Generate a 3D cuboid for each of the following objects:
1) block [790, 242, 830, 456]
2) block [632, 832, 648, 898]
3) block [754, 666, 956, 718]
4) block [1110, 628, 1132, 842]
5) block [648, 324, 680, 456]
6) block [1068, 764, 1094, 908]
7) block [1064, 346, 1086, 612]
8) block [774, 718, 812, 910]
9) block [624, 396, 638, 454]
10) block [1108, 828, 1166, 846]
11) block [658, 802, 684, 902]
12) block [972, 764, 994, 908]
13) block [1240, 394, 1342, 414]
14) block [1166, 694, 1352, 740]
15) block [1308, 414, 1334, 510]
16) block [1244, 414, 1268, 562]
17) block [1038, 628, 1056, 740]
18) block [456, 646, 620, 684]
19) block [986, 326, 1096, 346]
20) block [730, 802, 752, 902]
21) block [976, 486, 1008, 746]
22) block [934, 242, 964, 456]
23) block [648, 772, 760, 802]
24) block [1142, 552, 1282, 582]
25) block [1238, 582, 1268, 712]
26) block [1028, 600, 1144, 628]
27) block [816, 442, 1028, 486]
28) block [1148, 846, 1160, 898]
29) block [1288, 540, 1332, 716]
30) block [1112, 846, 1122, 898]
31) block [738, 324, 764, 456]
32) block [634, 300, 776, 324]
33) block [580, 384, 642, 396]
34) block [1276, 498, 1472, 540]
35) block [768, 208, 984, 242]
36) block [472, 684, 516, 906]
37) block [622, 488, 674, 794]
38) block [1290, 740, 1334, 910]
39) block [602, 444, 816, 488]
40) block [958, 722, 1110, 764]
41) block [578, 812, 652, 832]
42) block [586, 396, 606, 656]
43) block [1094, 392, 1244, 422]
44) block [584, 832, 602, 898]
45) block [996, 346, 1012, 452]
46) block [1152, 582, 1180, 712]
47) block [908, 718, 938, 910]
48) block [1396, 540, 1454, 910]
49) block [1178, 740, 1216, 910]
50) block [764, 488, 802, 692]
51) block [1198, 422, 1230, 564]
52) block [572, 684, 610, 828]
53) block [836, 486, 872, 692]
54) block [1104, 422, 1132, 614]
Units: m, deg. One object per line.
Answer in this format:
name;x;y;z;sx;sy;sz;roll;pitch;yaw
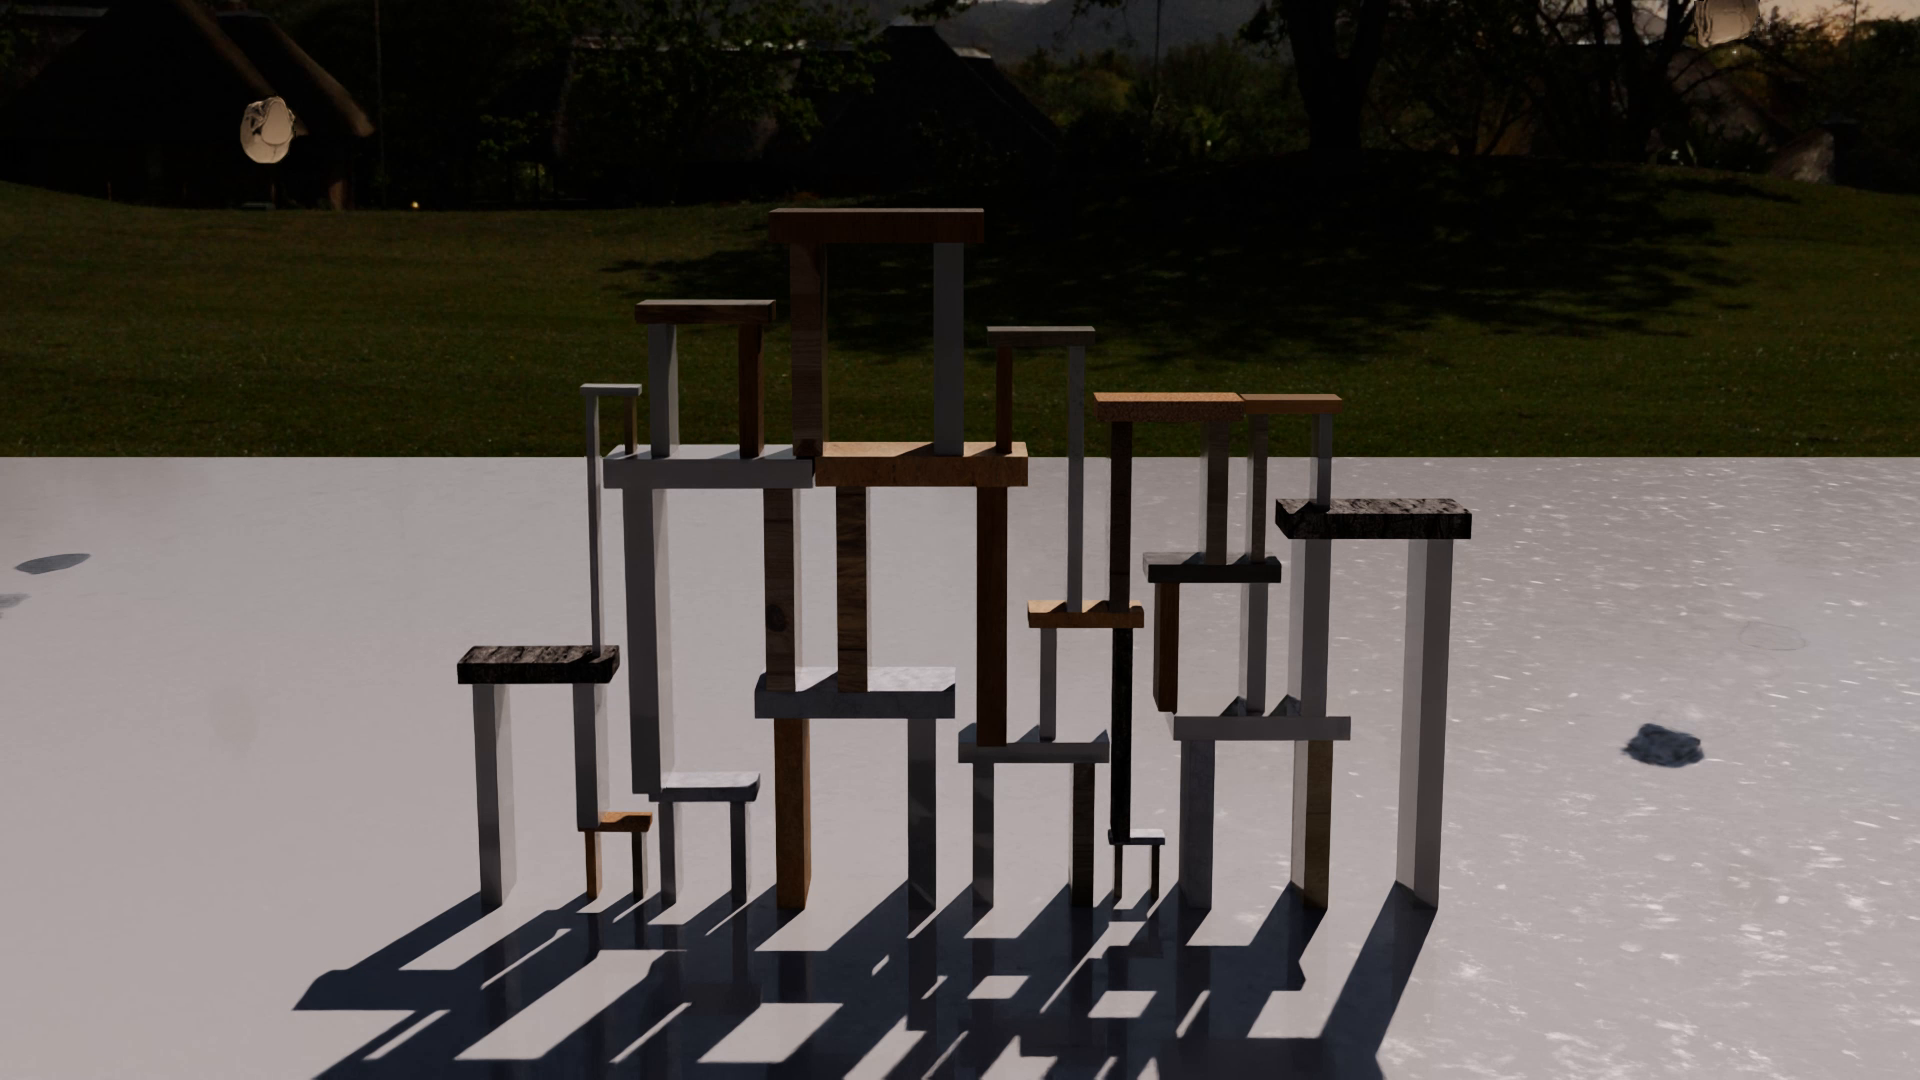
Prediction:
block;-0.239;-0.310;3.505;0.047;0.332;0.166;0;11;0
block;-0.533;0.533;3.662;0.016;0.115;0.058;0;11;0
block;-0.169;0.250;3.611;0.322;0.046;0.161;0;11;0
block;0.265;0.310;3.618;0.026;0.359;0.092;0;11;0
block;-0.473;-0.245;3.514;0.030;0.210;0.105;0;10;1
block;0.201;0.470;3.643;0.035;0.245;0.122;0;11;0
block;0.184;-0.102;3.537;0.024;0.428;0.085;0;11;-1
block;-0.276;0.431;3.644;0.046;0.322;0.161;0;11;0
block;-0.529;-0.188;3.530;0.013;0.093;0.046;0;11;0
block;0.293;0.493;3.652;0.092;0.013;0.046;0;11;0
block;-0.479;0.505;3.651;0.025;0.174;0.087;0;11;1
block;0.038;0.470;3.643;0.035;0.245;0.122;0;11;0
block;0.529;-0.218;3.522;0.154;0.022;0.077;0;11;0
block;0.486;0.290;3.610;0.285;0.040;0.143;0;11;0
block;0.581;-0.132;3.538;0.022;0.154;0.077;0;11;0
block;0.478;-0.089;3.546;0.022;0.241;0.077;0;11;0
block;0.143;0.224;3.601;0.026;0.185;0.092;0;11;0
block;-0.688;0.204;3.600;0.243;0.034;0.121;0;10;0
block;0.128;-0.324;3.495;0.169;0.024;0.085;0;11;-1
block;-0.364;0.505;3.652;0.025;0.174;0.087;0;11;0
block;0.051;0.109;3.574;0.047;0.422;0.167;0;11;0
block;-0.017;-0.310;3.504;0.047;0.332;0.166;0;11;0
block;-0.421;0.407;3.630;0.174;0.025;0.087;0;11;1
block;0.408;0.044;3.573;0.213;0.030;0.107;0;11;0
block;0.479;0.164;3.595;0.030;0.213;0.107;0;11;0
block;0.204;0.121;3.583;0.184;0.026;0.092;0;11;0
block;-0.060;-0.122;3.533;0.334;0.047;0.167;0;11;0
block;0.323;0.545;3.662;0.013;0.092;0.046;0;11;0
block;0.568;0.128;3.580;0.041;0.290;0.145;0;11;0
block;0.262;0.545;3.662;0.013;0.092;0.046;0;11;0
block;-0.333;-0.245;3.513;0.030;0.210;0.105;1;10;0
block;-0.402;-0.362;3.492;0.210;0.030;0.105;0;10;2
block;-0.559;-0.240;3.517;0.093;0.013;0.046;1;11;-2
block;0.664;-0.035;3.550;0.290;0.041;0.145;0;11;0
block;-0.129;-0.497;3.471;0.332;0.047;0.166;0;11;0
block;-0.769;0.405;3.638;0.034;0.375;0.122;0;11;0
block;-0.506;0.150;3.587;0.047;0.499;0.165;0;11;0
block;0.581;0.450;3.640;0.040;0.285;0.143;0;11;0
block;-0.397;-0.119;3.540;0.329;0.047;0.165;0;11;0
block;0.119;0.333;3.617;0.245;0.035;0.122;0;11;0
block;-0.572;0.468;3.650;0.115;0.016;0.058;0;11;0
block;-0.590;-0.024;3.558;0.013;0.428;0.046;0;11;0
block;0.333;-0.213;3.525;0.230;0.033;0.115;0;11;0
block;-0.610;0.533;3.662;0.016;0.115;0.058;0;11;0
block;0.070;-0.229;3.513;0.024;0.169;0.085;0;11;0
block;0.337;0.164;3.595;0.030;0.213;0.107;0;10;0
block;-0.062;0.431;3.644;0.046;0.322;0.161;0;11;0
block;0.761;0.288;3.610;0.041;0.616;0.145;0;11;0
block;0.391;0.450;3.640;0.040;0.285;0.143;0;11;0
block;-0.287;0.066;3.574;0.047;0.329;0.165;0;11;0
block;0.409;-0.084;3.549;0.033;0.230;0.115;0;11;0
block;-0.607;0.340;3.626;0.034;0.243;0.121;0;10;0
block;-0.171;0.065;3.567;0.047;0.334;0.167;0;11;0
block;0.255;-0.045;3.556;0.033;0.310;0.115;0;11;0
